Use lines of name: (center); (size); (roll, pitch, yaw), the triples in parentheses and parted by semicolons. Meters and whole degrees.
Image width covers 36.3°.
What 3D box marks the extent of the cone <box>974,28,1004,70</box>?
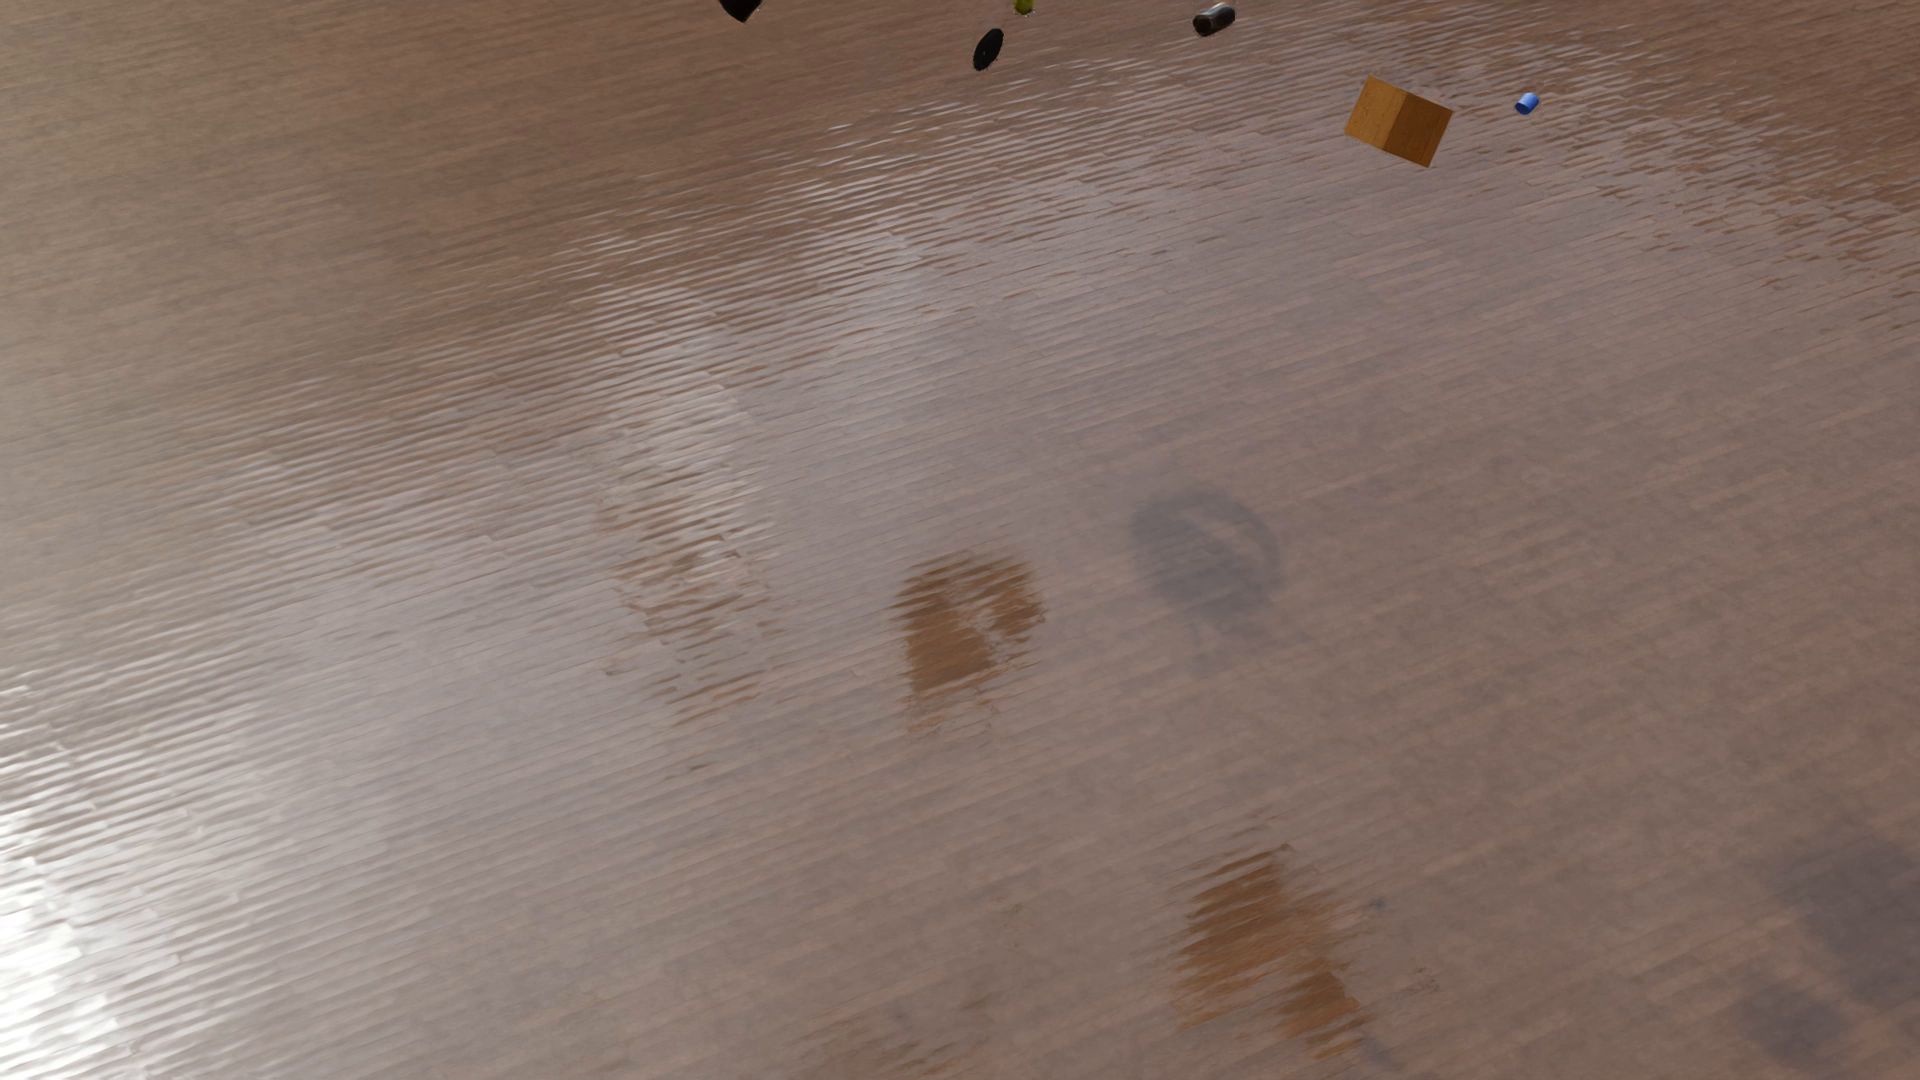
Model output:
cone: (0.077, -1.634, 9.694); (0.075, 0.154, 0.158); (26, 11, -19)

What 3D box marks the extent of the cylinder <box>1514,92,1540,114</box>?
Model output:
cylinder: (1.884, -1.449, 9.742); (0.053, 0.050, 0.062); (-47, 34, -19)

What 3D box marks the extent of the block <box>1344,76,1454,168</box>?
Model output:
block: (1.445, -1.377, 9.658); (0.258, 0.202, 0.179); (11, 17, -45)

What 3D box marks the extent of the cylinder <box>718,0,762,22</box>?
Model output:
cylinder: (-0.565, -1.514, 7.731); (0.110, 0.197, 0.228); (9, 43, -51)
